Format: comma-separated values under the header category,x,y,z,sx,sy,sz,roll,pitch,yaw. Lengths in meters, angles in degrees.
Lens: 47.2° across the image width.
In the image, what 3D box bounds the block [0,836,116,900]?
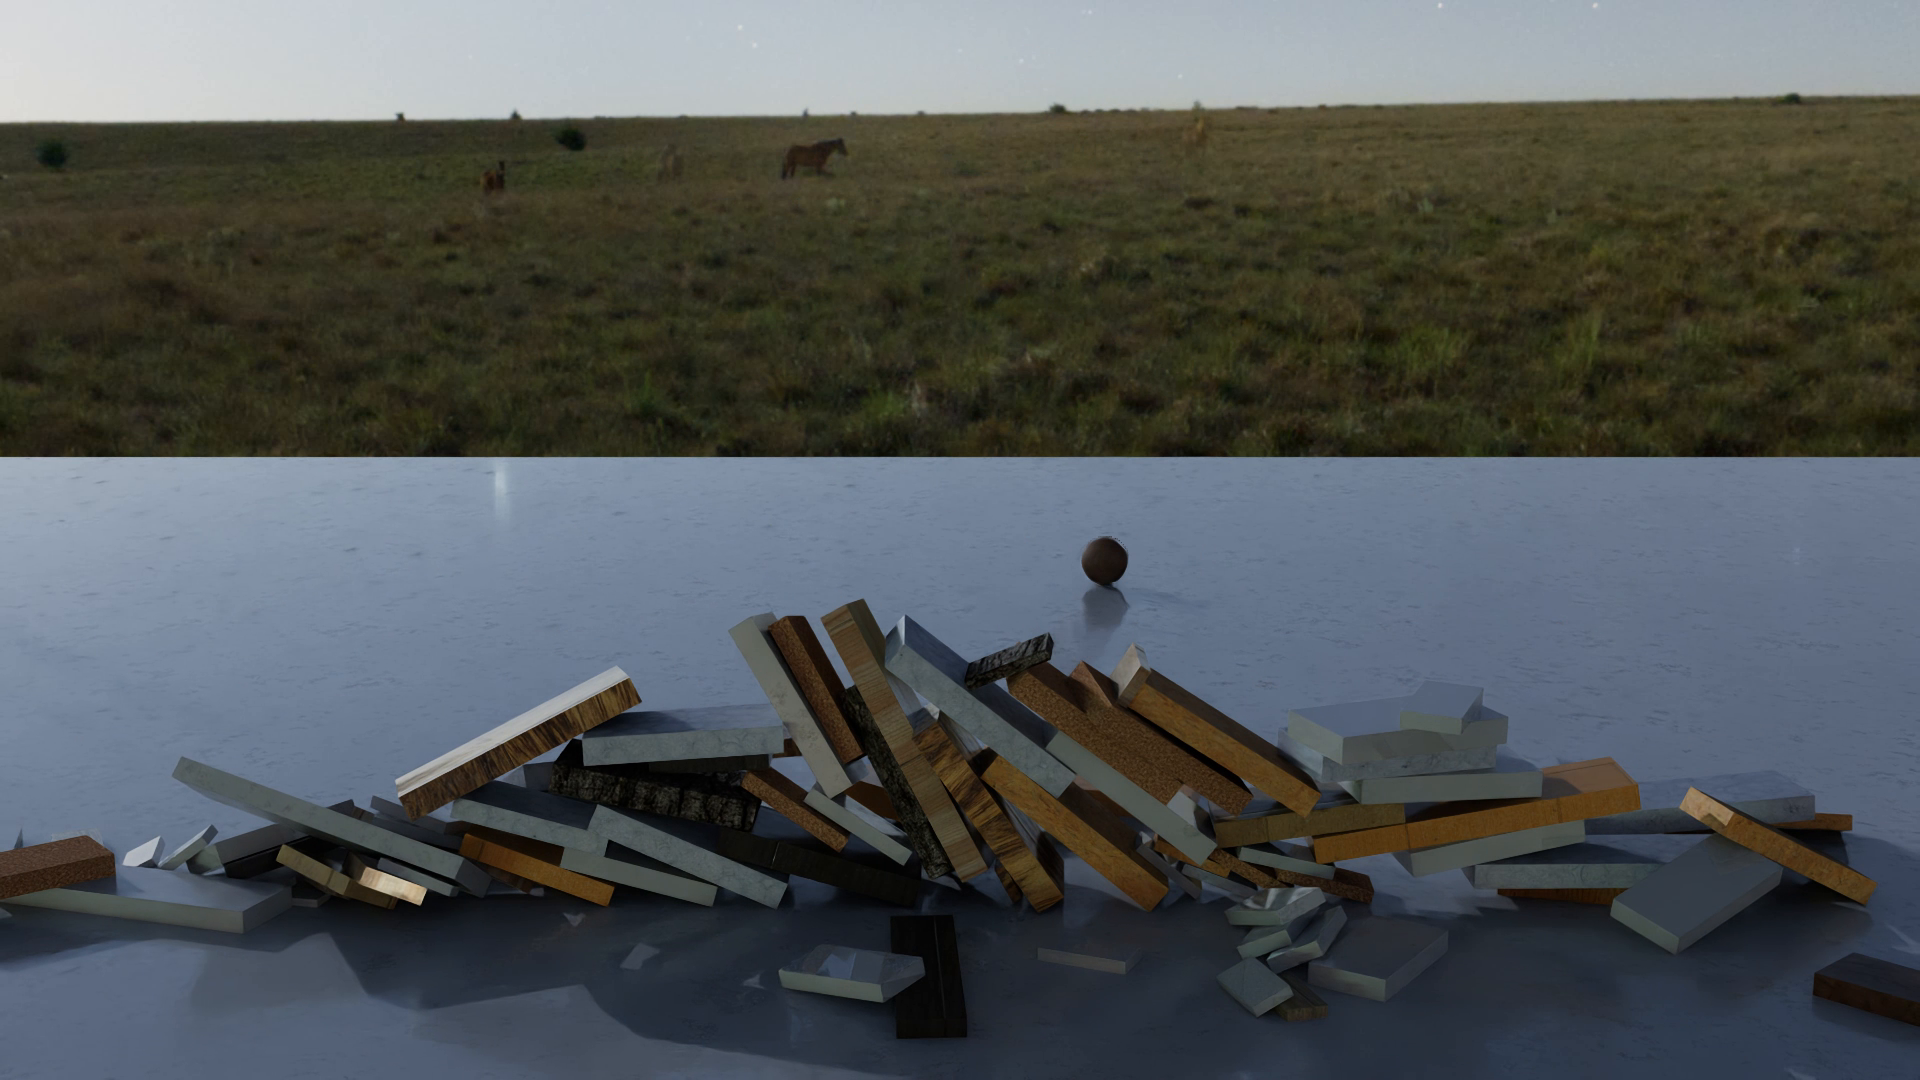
category,x,y,z,sx,sy,sz,roll,pitch,yaw
block,-1.543,0.544,3.613,0.260,0.037,0.130,-9,14,-40

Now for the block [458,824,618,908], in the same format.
category,x,y,z,sx,sy,sz,roll,pitch,yaw
block,-0.692,0.528,3.656,0.257,0.036,0.129,21,10,-4

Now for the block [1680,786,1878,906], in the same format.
category,x,y,z,sx,sy,sz,roll,pitch,yaw
block,1.356,0.506,3.649,0.293,0.042,0.147,26,5,-12

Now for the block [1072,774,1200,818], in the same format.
category,x,y,z,sx,sy,sz,roll,pitch,yaw
block,0.280,0.474,4.165,0.333,0.047,0.166,2,11,12

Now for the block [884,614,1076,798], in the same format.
category,x,y,z,sx,sy,sz,roll,pitch,yaw
block,0.033,0.271,3.613,0.356,0.050,0.178,38,10,-9

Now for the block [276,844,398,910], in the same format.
category,x,y,z,sx,sy,sz,roll,pitch,yaw
block,-1.026,0.555,3.625,0.208,0.029,0.104,13,-12,42

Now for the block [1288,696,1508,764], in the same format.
category,x,y,z,sx,sy,sz,roll,pitch,yaw
block,0.714,0.304,3.585,0.318,0.045,0.159,-4,14,-23

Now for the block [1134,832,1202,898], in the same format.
category,x,y,z,sx,sy,sz,roll,pitch,yaw
block,0.347,0.541,3.664,0.130,0.018,0.065,39,10,-4

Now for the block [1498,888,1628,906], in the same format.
category,x,y,z,sx,sy,sz,roll,pitch,yaw
block,1.026,0.570,3.685,0.236,0.033,0.118,3,11,16

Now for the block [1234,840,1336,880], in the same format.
category,x,y,z,sx,sy,sz,roll,pitch,yaw
block,0.537,0.523,3.646,0.159,0.023,0.080,12,11,-3

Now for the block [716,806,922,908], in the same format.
category,x,y,z,sx,sy,sz,roll,pitch,yaw
block,-0.231,0.519,3.662,0.335,0.047,0.167,16,9,-3

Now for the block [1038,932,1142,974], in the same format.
category,x,y,z,sx,sy,sz,roll,pitch,yaw
block,0.199,0.634,3.376,0.143,0.020,0.072,5,12,24

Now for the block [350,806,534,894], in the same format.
category,x,y,z,sx,sy,sz,roll,pitch,yaw
block,-0.876,0.522,3.709,0.344,0.022,0.077,16,-17,25

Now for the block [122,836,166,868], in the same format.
category,x,y,z,sx,sy,sz,roll,pitch,yaw
block,-1.404,0.549,3.774,0.063,0.018,0.125,-28,15,-7

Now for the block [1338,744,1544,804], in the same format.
category,x,y,z,sx,sy,sz,roll,pitch,yaw
block,0.786,0.386,3.639,0.309,0.044,0.154,-1,12,-10

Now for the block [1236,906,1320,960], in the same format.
category,x,y,z,sx,sy,sz,roll,pitch,yaw
block,0.497,0.604,3.427,0.085,0.024,0.171,-26,-1,25

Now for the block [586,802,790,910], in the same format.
category,x,y,z,sx,sy,sz,roll,pitch,yaw
block,-0.444,0.501,3.658,0.335,0.047,0.167,24,9,-5

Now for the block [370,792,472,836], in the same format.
category,x,y,z,sx,sy,sz,roll,pitch,yaw
block,-0.903,0.458,3.689,0.153,0.022,0.077,16,4,22

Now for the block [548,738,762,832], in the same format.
category,x,y,z,sx,sy,sz,roll,pitch,yaw
block,-0.497,0.404,3.644,0.335,0.047,0.167,11,9,-1

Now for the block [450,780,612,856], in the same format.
category,x,y,z,sx,sy,sz,roll,pitch,yaw
block,-0.701,0.455,3.642,0.257,0.036,0.129,15,10,-3

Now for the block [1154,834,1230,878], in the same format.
category,x,y,z,sx,sy,sz,roll,pitch,yaw
block,0.387,0.522,3.666,0.130,0.018,0.065,21,11,1

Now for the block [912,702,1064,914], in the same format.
category,x,y,z,sx,sy,sz,roll,pitch,yaw
block,0.050,0.433,3.636,0.050,0.356,0.178,-35,7,8

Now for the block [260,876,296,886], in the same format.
category,x,y,z,sx,sy,sz,roll,pitch,yaw
block,-1.155,0.577,3.651,0.092,0.013,0.046,-10,8,14

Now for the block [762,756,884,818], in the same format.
category,x,y,z,sx,sy,sz,roll,pitch,yaw
block,-0.273,0.479,4.130,0.178,0.050,0.356,-3,11,-16

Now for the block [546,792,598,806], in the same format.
category,x,y,z,sx,sy,sz,roll,pitch,yaw
block,-0.600,0.493,3.833,0.261,0.131,0.037,-5,12,-26

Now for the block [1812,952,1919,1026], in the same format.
category,x,y,z,sx,sy,sz,roll,pitch,yaw
block,1.383,0.662,3.186,0.122,0.035,0.245,-9,14,-41

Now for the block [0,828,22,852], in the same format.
category,x,y,z,sx,sy,sz,roll,pitch,yaw
block,-1.698,0.543,3.862,0.078,0.022,0.157,-3,11,-16

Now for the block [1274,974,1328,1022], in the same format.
category,x,y,z,sx,sy,sz,roll,pitch,yaw
block,0.480,0.667,3.208,0.063,0.018,0.127,-3,11,-16

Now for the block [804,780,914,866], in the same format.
category,x,y,z,sx,sy,sz,roll,pitch,yaw
block,-0.165,0.467,3.659,0.196,0.028,0.098,33,5,0

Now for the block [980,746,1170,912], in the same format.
category,x,y,z,sx,sy,sz,roll,pitch,yaw
block,0.190,0.460,3.649,0.356,0.050,0.178,39,10,-5

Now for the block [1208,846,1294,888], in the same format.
category,x,y,z,sx,sy,sz,roll,pitch,yaw
block,0.480,0.541,3.661,0.159,0.023,0.080,29,11,0

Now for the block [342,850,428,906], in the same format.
category,x,y,z,sx,sy,sz,roll,pitch,yaw
block,-0.940,0.550,3.588,0.104,0.029,0.208,25,-9,-21

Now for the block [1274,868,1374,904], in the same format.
category,x,y,z,sx,sy,sz,roll,pitch,yaw
block,0.604,0.561,3.657,0.159,0.023,0.080,14,11,1

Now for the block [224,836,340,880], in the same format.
category,x,y,z,sx,sy,sz,roll,pitch,yaw
block,-1.133,0.531,3.742,0.208,0.029,0.104,-17,0,-35

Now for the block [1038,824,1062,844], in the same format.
category,x,y,z,sx,sy,sz,roll,pitch,yaw
block,0.090,0.526,3.937,0.198,0.028,0.099,-5,12,-24

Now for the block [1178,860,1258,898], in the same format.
category,x,y,z,sx,sy,sz,roll,pitch,yaw
block,0.430,0.559,3.664,0.130,0.018,0.065,21,11,-1

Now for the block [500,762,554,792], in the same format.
category,x,y,z,sx,sy,sz,roll,pitch,yaw
block,-0.637,0.425,3.909,0.344,0.049,0.172,-3,-17,-32

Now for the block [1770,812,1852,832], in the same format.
category,x,y,z,sx,sy,sz,roll,pitch,yaw
block,1.497,0.505,3.969,0.194,0.028,0.097,2,-7,10

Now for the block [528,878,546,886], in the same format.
category,x,y,z,sx,sy,sz,roll,pitch,yaw
block,-0.738,0.552,3.705,0.090,0.013,0.045,28,8,-16

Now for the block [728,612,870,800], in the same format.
category,x,y,z,sx,sy,sz,roll,pitch,yaw
block,-0.268,0.274,3.689,0.046,0.324,0.162,-32,-3,7

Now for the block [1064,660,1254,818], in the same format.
category,x,y,z,sx,sy,sz,roll,pitch,yaw
block,0.327,0.327,3.613,0.322,0.046,0.161,33,11,-25

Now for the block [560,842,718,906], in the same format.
category,x,y,z,sx,sy,sz,roll,pitch,yaw
block,-0.525,0.539,3.658,0.257,0.036,0.129,15,10,-3
